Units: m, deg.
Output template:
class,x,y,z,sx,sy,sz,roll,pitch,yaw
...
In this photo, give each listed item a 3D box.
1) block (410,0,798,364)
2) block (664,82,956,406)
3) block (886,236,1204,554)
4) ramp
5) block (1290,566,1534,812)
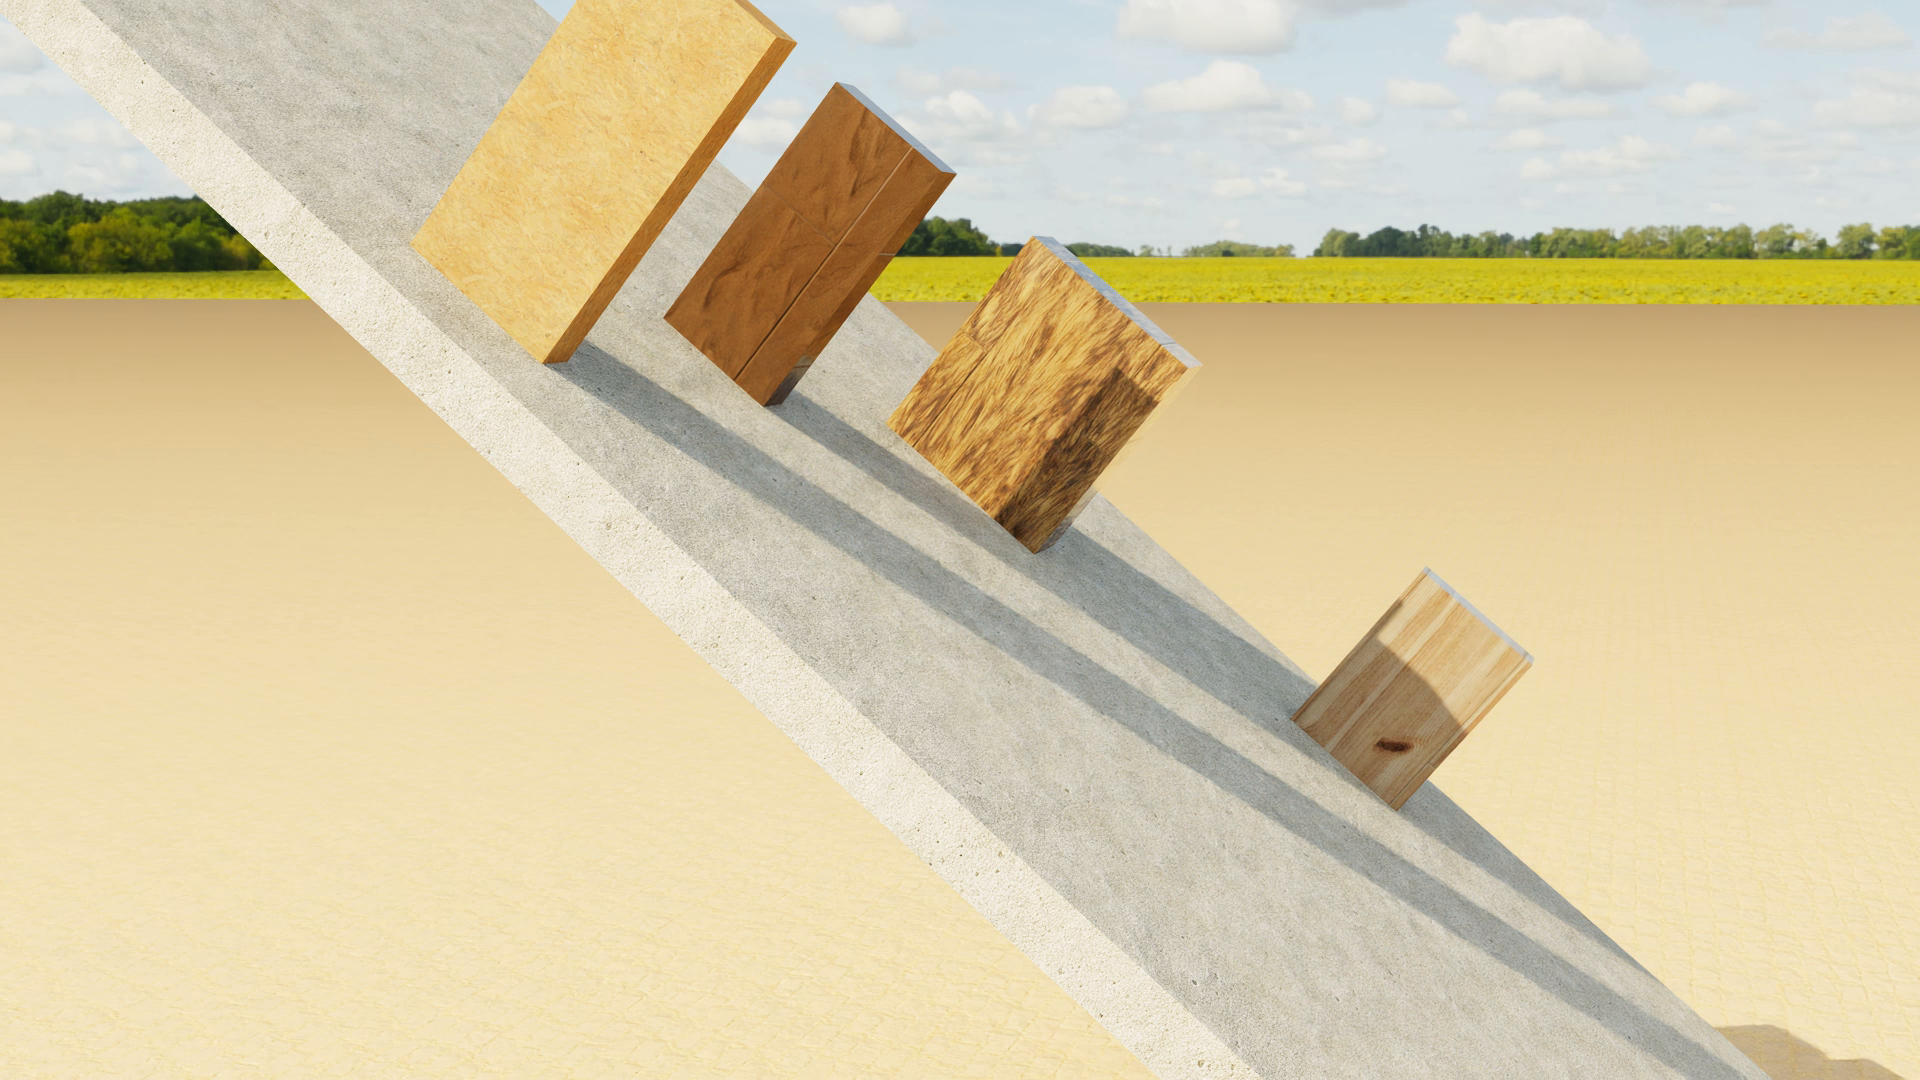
class,x,y,z,sx,sy,sz,roll,pitch,yaw
block,-0.542,-0.593,3.310,0.284,0.612,0.085,42,16,9
block,-0.266,-0.515,3.860,0.245,0.523,0.090,42,16,9
block,0.162,-0.283,4.272,0.390,0.468,0.150,42,16,9
ramp,-0.002,0.050,4.041,4.000,0.100,2.000,42,16,9
block,0.914,0.301,4.453,0.282,0.406,0.087,42,16,9
